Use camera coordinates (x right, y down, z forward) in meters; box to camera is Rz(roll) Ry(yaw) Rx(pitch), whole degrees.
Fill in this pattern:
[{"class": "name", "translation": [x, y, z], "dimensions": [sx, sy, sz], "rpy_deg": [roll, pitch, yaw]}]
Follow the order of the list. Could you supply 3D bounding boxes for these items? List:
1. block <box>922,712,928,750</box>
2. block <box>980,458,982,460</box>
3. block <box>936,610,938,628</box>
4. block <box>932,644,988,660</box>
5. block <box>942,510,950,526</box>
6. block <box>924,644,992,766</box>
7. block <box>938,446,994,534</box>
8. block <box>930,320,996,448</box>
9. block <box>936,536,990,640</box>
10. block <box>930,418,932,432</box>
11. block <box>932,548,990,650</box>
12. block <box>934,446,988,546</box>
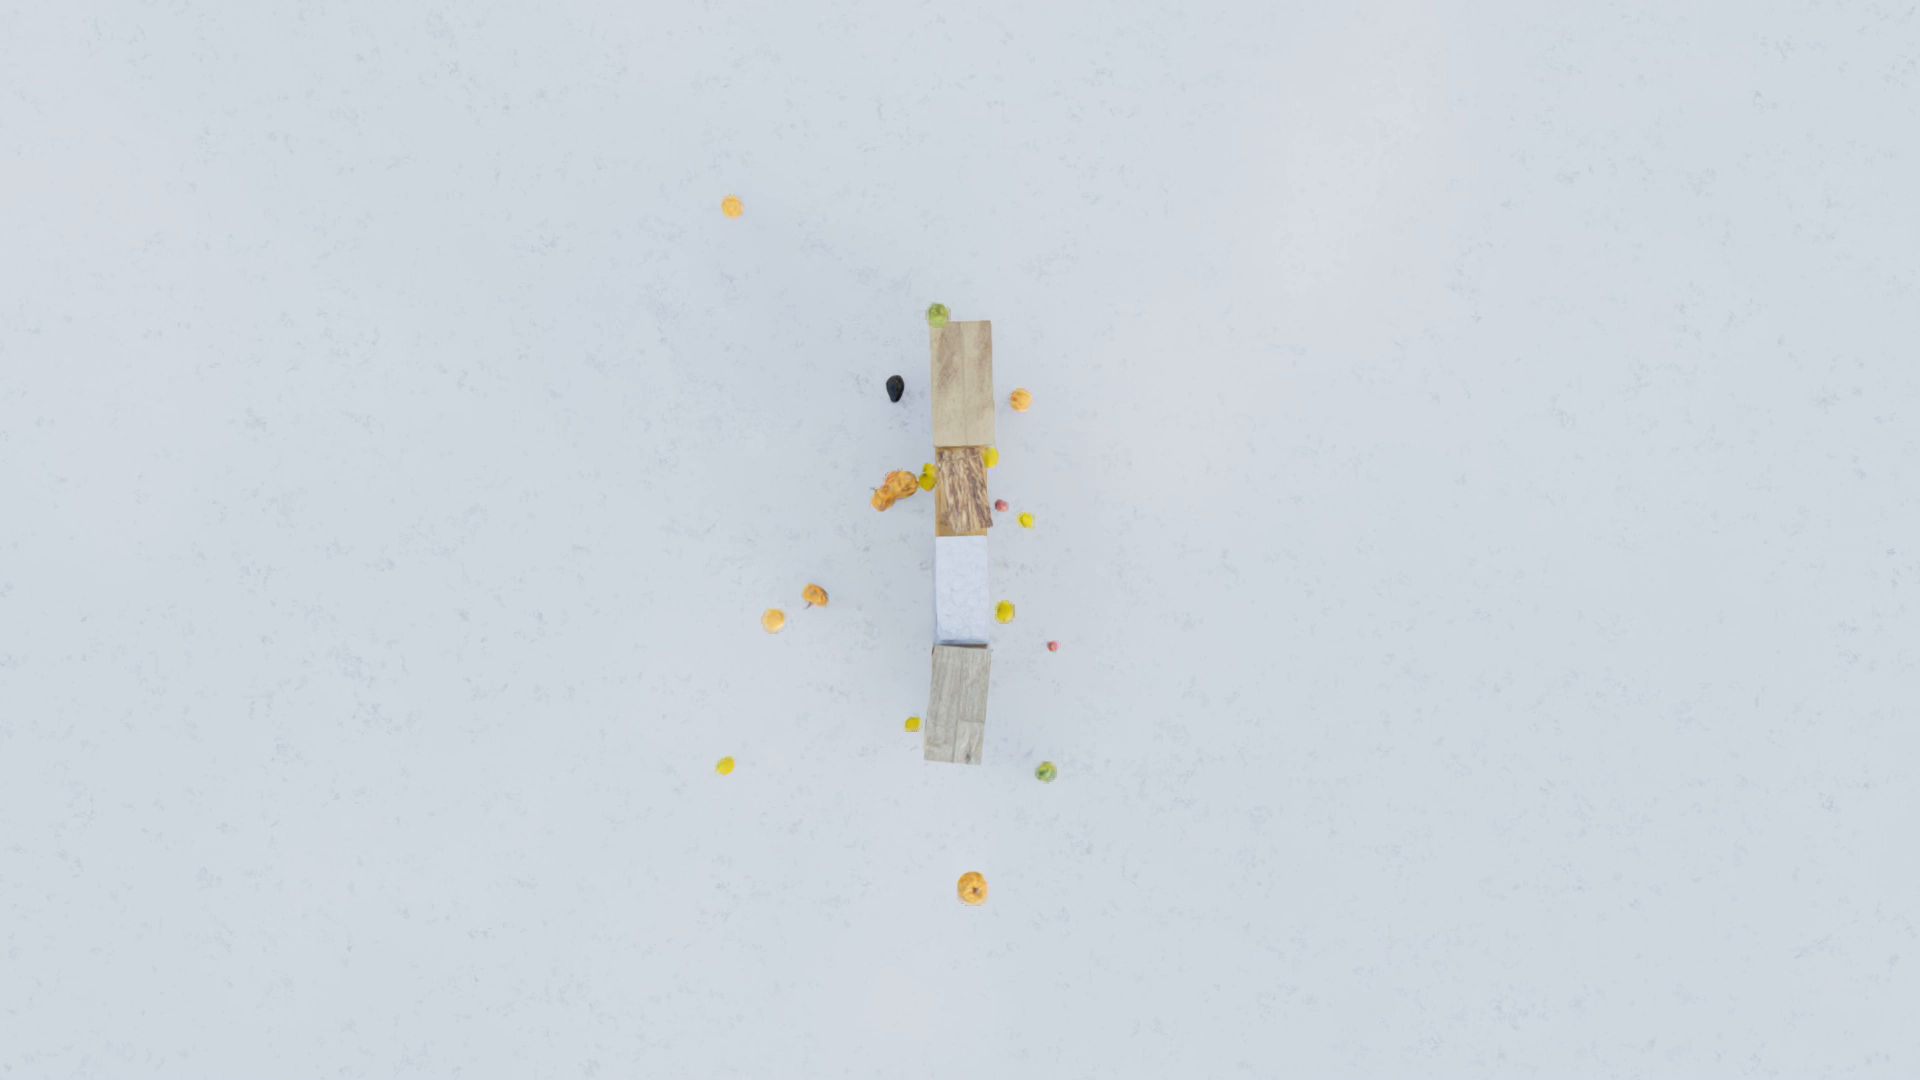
[{"class": "block", "translation": [-0.024, 0.579, 5.029], "dimensions": [0.166, 0.522, 0.047], "rpy_deg": [5, 92, 0]}, {"class": "block", "translation": [0.001, -0.228, 5.001], "dimensions": [0.123, 0.247, 0.035], "rpy_deg": [3, 89, 0]}, {"class": "block", "translation": [0.003, 0.236, 4.950], "dimensions": [0.148, 0.297, 0.042], "rpy_deg": [0, 90, 0]}, {"class": "block", "translation": [0.000, 0.351, 4.932], "dimensions": [0.166, 0.331, 0.047], "rpy_deg": [0, 92, 0]}, {"class": "block", "translation": [0.006, -0.063, 5.001], "dimensions": [0.123, 0.247, 0.035], "rpy_deg": [3, 89, 0]}, {"class": "block", "translation": [-0.006, 0.473, 4.743], "dimensions": [0.166, 0.047, 0.331], "rpy_deg": [5, 90, 0]}, {"class": "block", "translation": [0.015, -0.150, 4.860], "dimensions": [0.123, 0.035, 0.247], "rpy_deg": [-11, 90, 0]}, {"class": "block", "translation": [0.006, -0.445, 4.711], "dimensions": [0.177, 0.050, 0.354], "rpy_deg": [-2, 90, 0]}, {"class": "block", "translation": [0.007, 0.138, 4.780], "dimensions": [0.149, 0.042, 0.297], "rpy_deg": [-1, 90, 0]}, {"class": "block", "translation": [0.005, -0.328, 4.913], "dimensions": [0.177, 0.354, 0.050], "rpy_deg": [-2, 90, 0]}, {"class": "block", "translation": [0.002, 0.201, 5.123], "dimensions": [0.176, 0.050, 0.352], "rpy_deg": [0, 90, 0]}, {"class": "block", "translation": [0.004, -0.144, 5.148], "dimensions": [0.164, 0.047, 0.329], "rpy_deg": [0, 90, 0]}]
